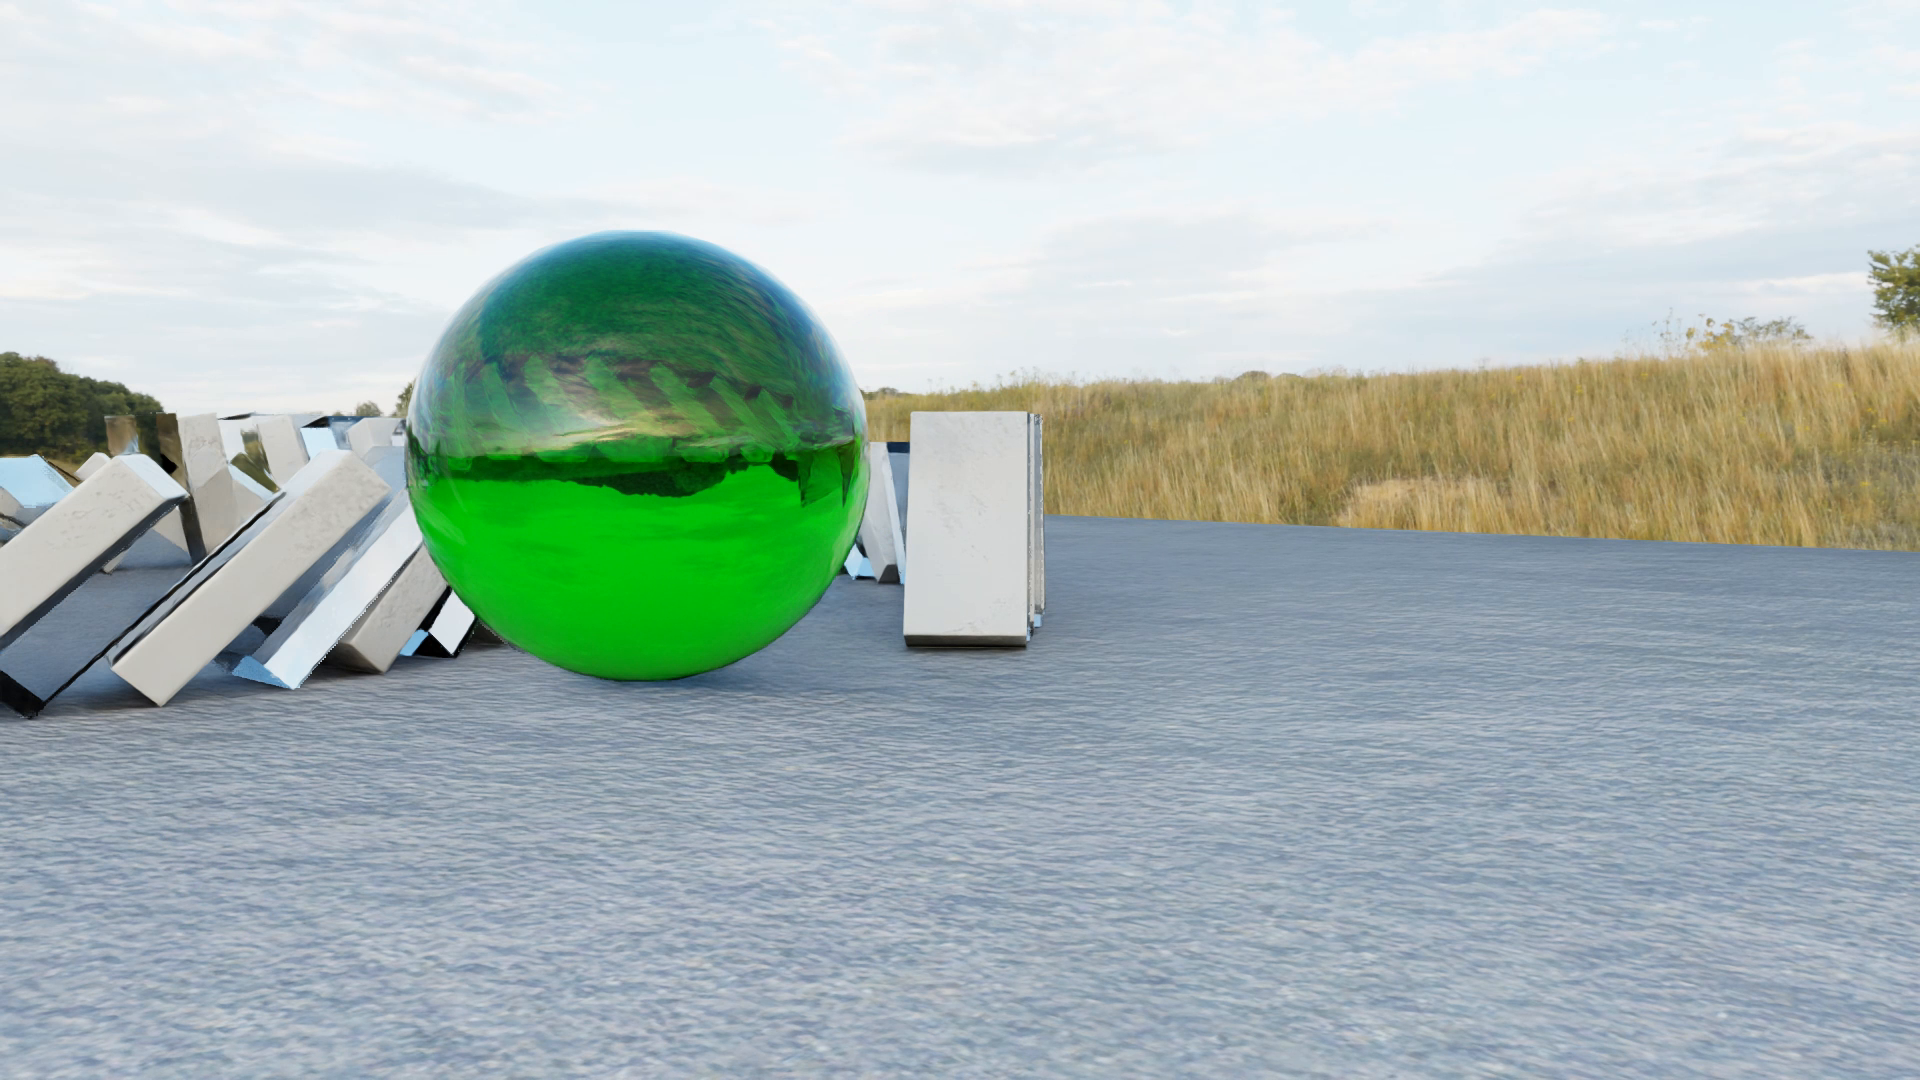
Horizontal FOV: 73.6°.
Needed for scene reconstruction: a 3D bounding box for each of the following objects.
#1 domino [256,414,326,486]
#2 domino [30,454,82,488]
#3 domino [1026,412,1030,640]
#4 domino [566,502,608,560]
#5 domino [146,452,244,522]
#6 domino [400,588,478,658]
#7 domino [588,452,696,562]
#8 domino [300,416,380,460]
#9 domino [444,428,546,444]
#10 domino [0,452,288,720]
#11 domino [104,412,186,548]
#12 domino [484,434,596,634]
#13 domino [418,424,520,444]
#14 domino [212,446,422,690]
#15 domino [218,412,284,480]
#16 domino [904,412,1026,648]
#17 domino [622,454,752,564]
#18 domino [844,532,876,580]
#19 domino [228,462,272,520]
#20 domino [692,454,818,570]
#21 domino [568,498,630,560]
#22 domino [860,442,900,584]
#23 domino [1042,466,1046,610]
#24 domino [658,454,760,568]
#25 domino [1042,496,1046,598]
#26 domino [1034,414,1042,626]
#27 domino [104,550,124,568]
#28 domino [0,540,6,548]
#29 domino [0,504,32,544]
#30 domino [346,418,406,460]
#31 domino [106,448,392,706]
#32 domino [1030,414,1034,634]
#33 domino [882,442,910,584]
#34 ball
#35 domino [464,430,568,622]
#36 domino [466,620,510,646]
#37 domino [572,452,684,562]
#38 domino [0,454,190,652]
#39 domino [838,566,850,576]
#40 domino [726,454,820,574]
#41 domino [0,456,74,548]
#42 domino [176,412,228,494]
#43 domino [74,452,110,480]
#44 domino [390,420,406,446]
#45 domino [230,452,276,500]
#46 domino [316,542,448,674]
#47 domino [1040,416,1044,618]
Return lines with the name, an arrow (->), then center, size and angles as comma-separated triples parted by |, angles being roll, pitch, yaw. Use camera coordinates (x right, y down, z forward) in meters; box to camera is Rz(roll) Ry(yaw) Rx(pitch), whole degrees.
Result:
domino -> -0.179, -0.010, 0.362 | 0.010, 0.050, 0.025 | -16, 3, 5
domino -> -0.294, -0.010, 0.438 | 0.025, 0.009, 0.050 | 5, -32, 50
domino -> 0.003, -0.003, 0.283 | 0.025, 0.050, 0.010 | 0, -20, 3
domino -> -0.160, -0.013, 0.485 | 0.050, 0.010, 0.025 | 40, 10, 5
domino -> -0.269, -0.012, 0.459 | 0.050, 0.009, 0.025 | 41, -12, -19
domino -> -0.107, 0.001, 0.270 | 0.025, 0.050, 0.010 | 2, -38, 21
domino -> -0.112, -0.013, 0.475 | 0.050, 0.009, 0.025 | 44, 23, 20
domino -> -0.165, -0.010, 0.361 | 0.010, 0.050, 0.025 | -20, -1, 16
domino -> -0.118, -0.005, 0.329 | 0.025, 0.050, 0.009 | -2, -30, -24
domino -> -0.136, 0.006, 0.214 | 0.050, 0.009, 0.025 | -48, 24, -18
domino -> -0.214, -0.008, 0.340 | 0.025, 0.050, 0.010 | 4, 10, 41
domino -> -0.104, -0.002, 0.300 | 0.025, 0.050, 0.010 | 0, -35, 6
domino -> -0.127, -0.007, 0.341 | 0.025, 0.050, 0.010 | -3, -26, -33
domino -> -0.117, 0.004, 0.240 | 0.025, 0.010, 0.050 | 3, 50, 38
domino -> -0.193, -0.010, 0.360 | 0.010, 0.050, 0.025 | -12, 6, -7
domino -> 0.002, -0.003, 0.272 | 0.025, 0.050, 0.009 | 0, -20, 3
domino -> -0.098, -0.012, 0.468 | 0.050, 0.010, 0.025 | 45, 25, 21
domino -> -0.033, -0.008, 0.420 | 0.025, 0.009, 0.050 | -3, 44, -37
domino -> -0.254, -0.012, 0.467 | 0.050, 0.009, 0.025 | 40, -9, -16
domino -> -0.070, -0.011, 0.451 | 0.025, 0.010, 0.050 | -5, 46, -50
domino -> -0.143, -0.013, 0.483 | 0.050, 0.010, 0.025 | 41, 13, 9
domino -> -0.021, -0.009, 0.407 | 0.025, 0.050, 0.009 | -2, -39, -28
domino -> 0.009, -0.007, 0.325 | 0.025, 0.050, 0.009 | 0, -20, 1
domino -> -0.084, -0.011, 0.460 | 0.050, 0.009, 0.025 | 47, 28, 24
domino -> 0.009, -0.007, 0.335 | 0.025, 0.050, 0.009 | 0, -20, 1
domino -> 0.006, -0.005, 0.303 | 0.025, 0.050, 0.010 | 0, -20, 3
domino -> -0.305, -0.009, 0.425 | 0.025, 0.010, 0.050 | 4, -33, 45
domino -> -0.323, -0.007, 0.399 | 0.025, 0.010, 0.050 | 3, -34, 35
domino -> -0.314, -0.008, 0.413 | 0.025, 0.010, 0.050 | 4, -33, 42
domino -> -0.150, -0.009, 0.358 | 0.010, 0.050, 0.025 | -25, -9, 30
domino -> -0.125, 0.005, 0.225 | 0.025, 0.009, 0.050 | 6, 51, 53
domino -> 0.004, -0.004, 0.293 | 0.025, 0.050, 0.010 | 0, -20, 3
domino -> -0.008, -0.009, 0.397 | 0.025, 0.050, 0.010 | 1, -41, -15
ball -> -0.056, -0.015, 0.229 | 0.080, 0.080, 0.080 | 0, 4, 0
domino -> -0.110, -0.004, 0.316 | 0.025, 0.050, 0.010 | -1, -32, -12
domino -> -0.105, -0.001, 0.285 | 0.025, 0.050, 0.010 | 1, -37, 14
domino -> -0.128, -0.013, 0.480 | 0.050, 0.010, 0.025 | 43, 18, 14
domino -> -0.150, 0.007, 0.205 | 0.050, 0.010, 0.025 | -46, 19, -14
domino -> -0.045, -0.009, 0.431 | 0.025, 0.009, 0.050 | -4, 44, -41
domino -> -0.057, -0.010, 0.442 | 0.025, 0.010, 0.050 | -4, 45, -45
domino -> -0.164, 0.008, 0.198 | 0.050, 0.009, 0.025 | -43, 14, -9
domino -> -0.205, -0.009, 0.351 | 0.009, 0.050, 0.025 | -16, 14, -39
domino -> -0.282, -0.011, 0.450 | 0.050, 0.010, 0.025 | 42, -16, -24
domino -> -0.137, -0.008, 0.351 | 0.025, 0.050, 0.010 | -4, -21, -41
domino -> -0.240, -0.013, 0.472 | 0.050, 0.010, 0.025 | 40, -6, -13
domino -> -0.111, 0.002, 0.254 | 0.025, 0.050, 0.010 | 2, -39, 29
domino -> 0.008, -0.006, 0.314 | 0.025, 0.050, 0.010 | 0, -20, 1
